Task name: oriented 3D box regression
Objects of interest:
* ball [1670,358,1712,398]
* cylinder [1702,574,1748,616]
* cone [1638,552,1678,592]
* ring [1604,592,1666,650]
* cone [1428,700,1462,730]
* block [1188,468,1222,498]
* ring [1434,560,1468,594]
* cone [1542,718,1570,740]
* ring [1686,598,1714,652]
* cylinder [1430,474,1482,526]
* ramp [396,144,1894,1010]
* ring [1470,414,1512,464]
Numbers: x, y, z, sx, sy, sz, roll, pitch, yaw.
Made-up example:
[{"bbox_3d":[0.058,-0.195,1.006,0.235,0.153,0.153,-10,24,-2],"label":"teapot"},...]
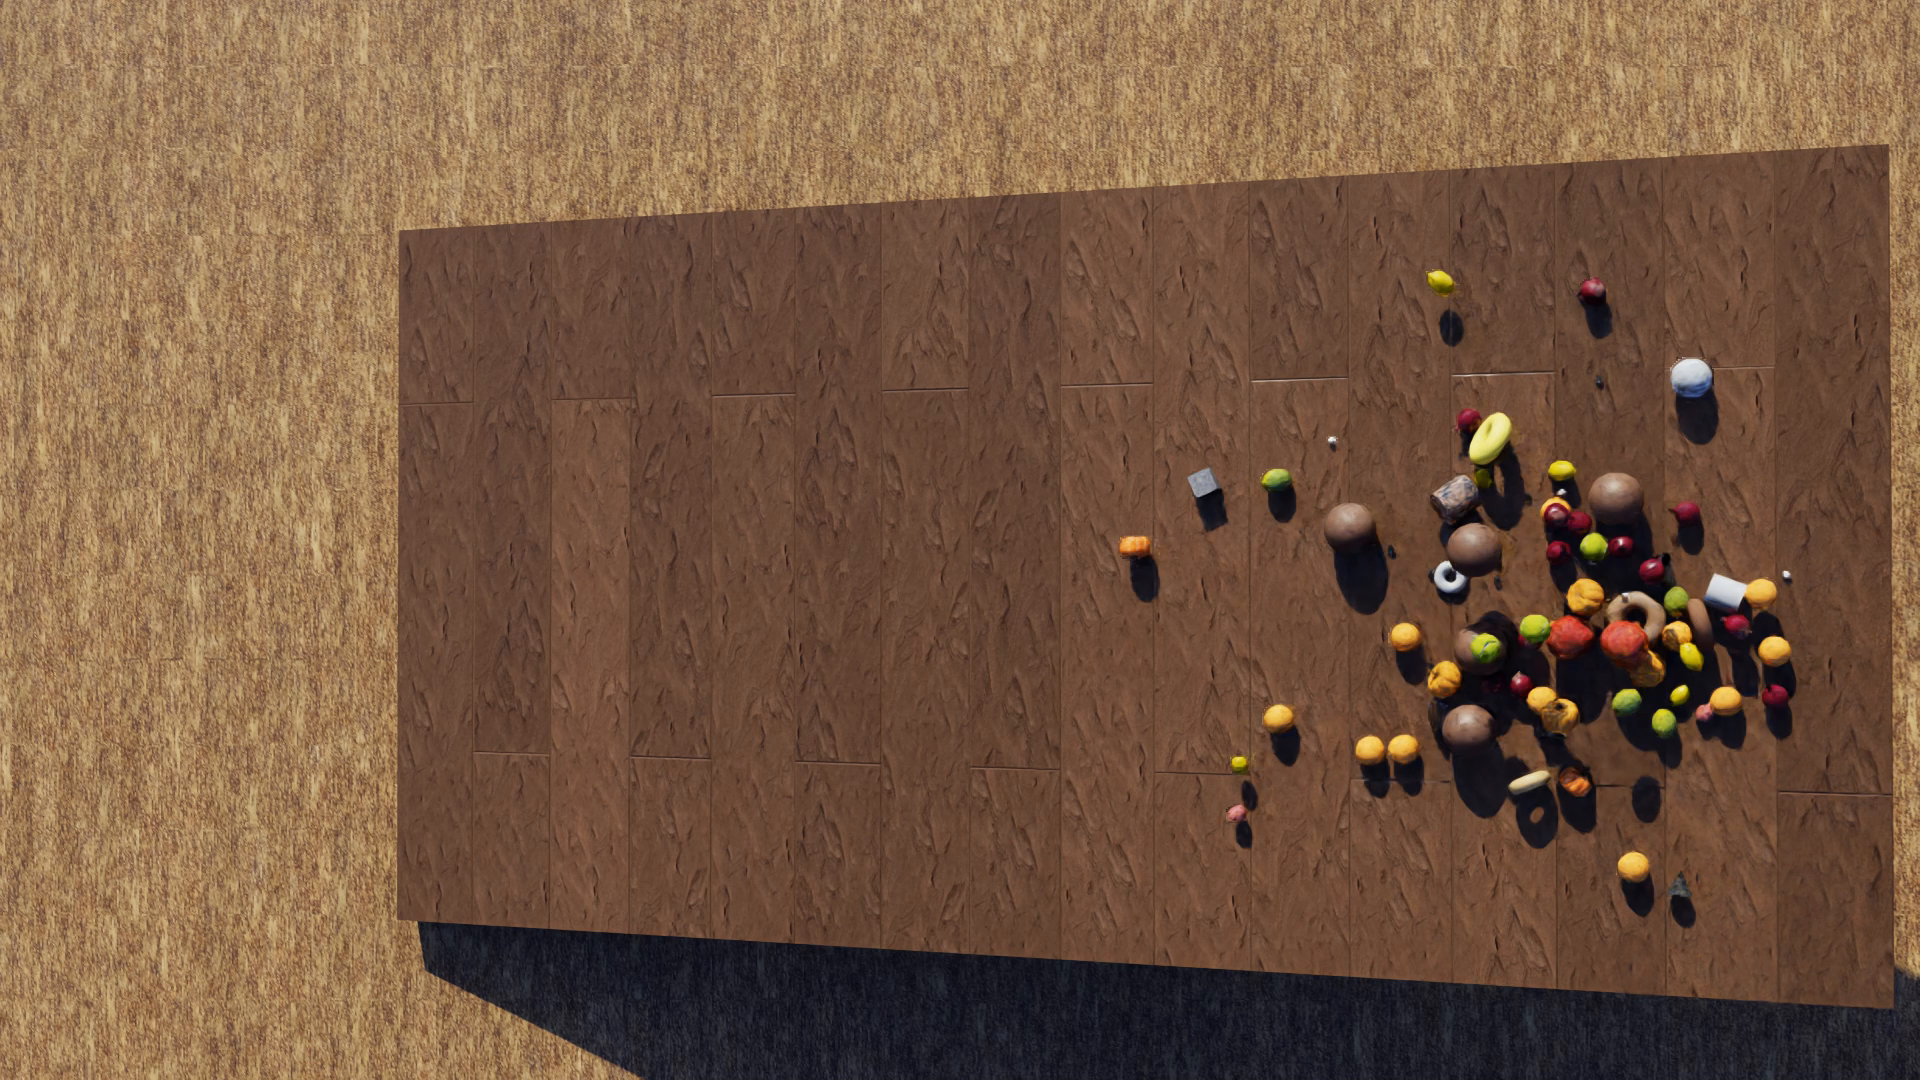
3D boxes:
[{"bbox_3d":[1.725,-0.381,5.187,0.094,0.094,0.094,0,89,0],"label":"ball"},{"bbox_3d":[1.796,0.128,5.164,0.078,0.078,0.078,22,89,19],"label":"cylinder"},{"bbox_3d":[1.678,0.093,5.225,0.090,0.090,0.090,43,89,-13],"label":"cone"},{"bbox_3d":[1.611,0.193,5.243,0.144,0.048,0.144,-1,88,20],"label":"ring"},{"bbox_3d":[1.197,0.425,5.388,0.077,0.077,0.077,-5,89,-8],"label":"cone"},{"bbox_3d":[0.621,-0.145,5.580,0.059,0.059,0.059,-25,82,17],"label":"block"},{"bbox_3d":[1.204,0.091,5.395,0.081,0.027,0.081,0,90,20],"label":"ring"},{"bbox_3d":[1.439,0.466,5.290,0.061,0.061,0.061,28,89,17],"label":"cone"},{"bbox_3d":[1.737,0.200,5.159,0.043,0.128,0.128,-16,89,14],"label":"ring"},{"bbox_3d":[1.205,-0.098,5.347,0.090,0.090,0.090,-34,89,-6],"label":"cylinder"},{"bbox_3d":[0.278,0.091,5.778,4.000,0.100,2.000,0,89,19],"label":"ramp"},{"bbox_3d":[1.282,-0.244,5.319,0.046,0.137,0.137,29,89,-8],"label":"ring"}]
